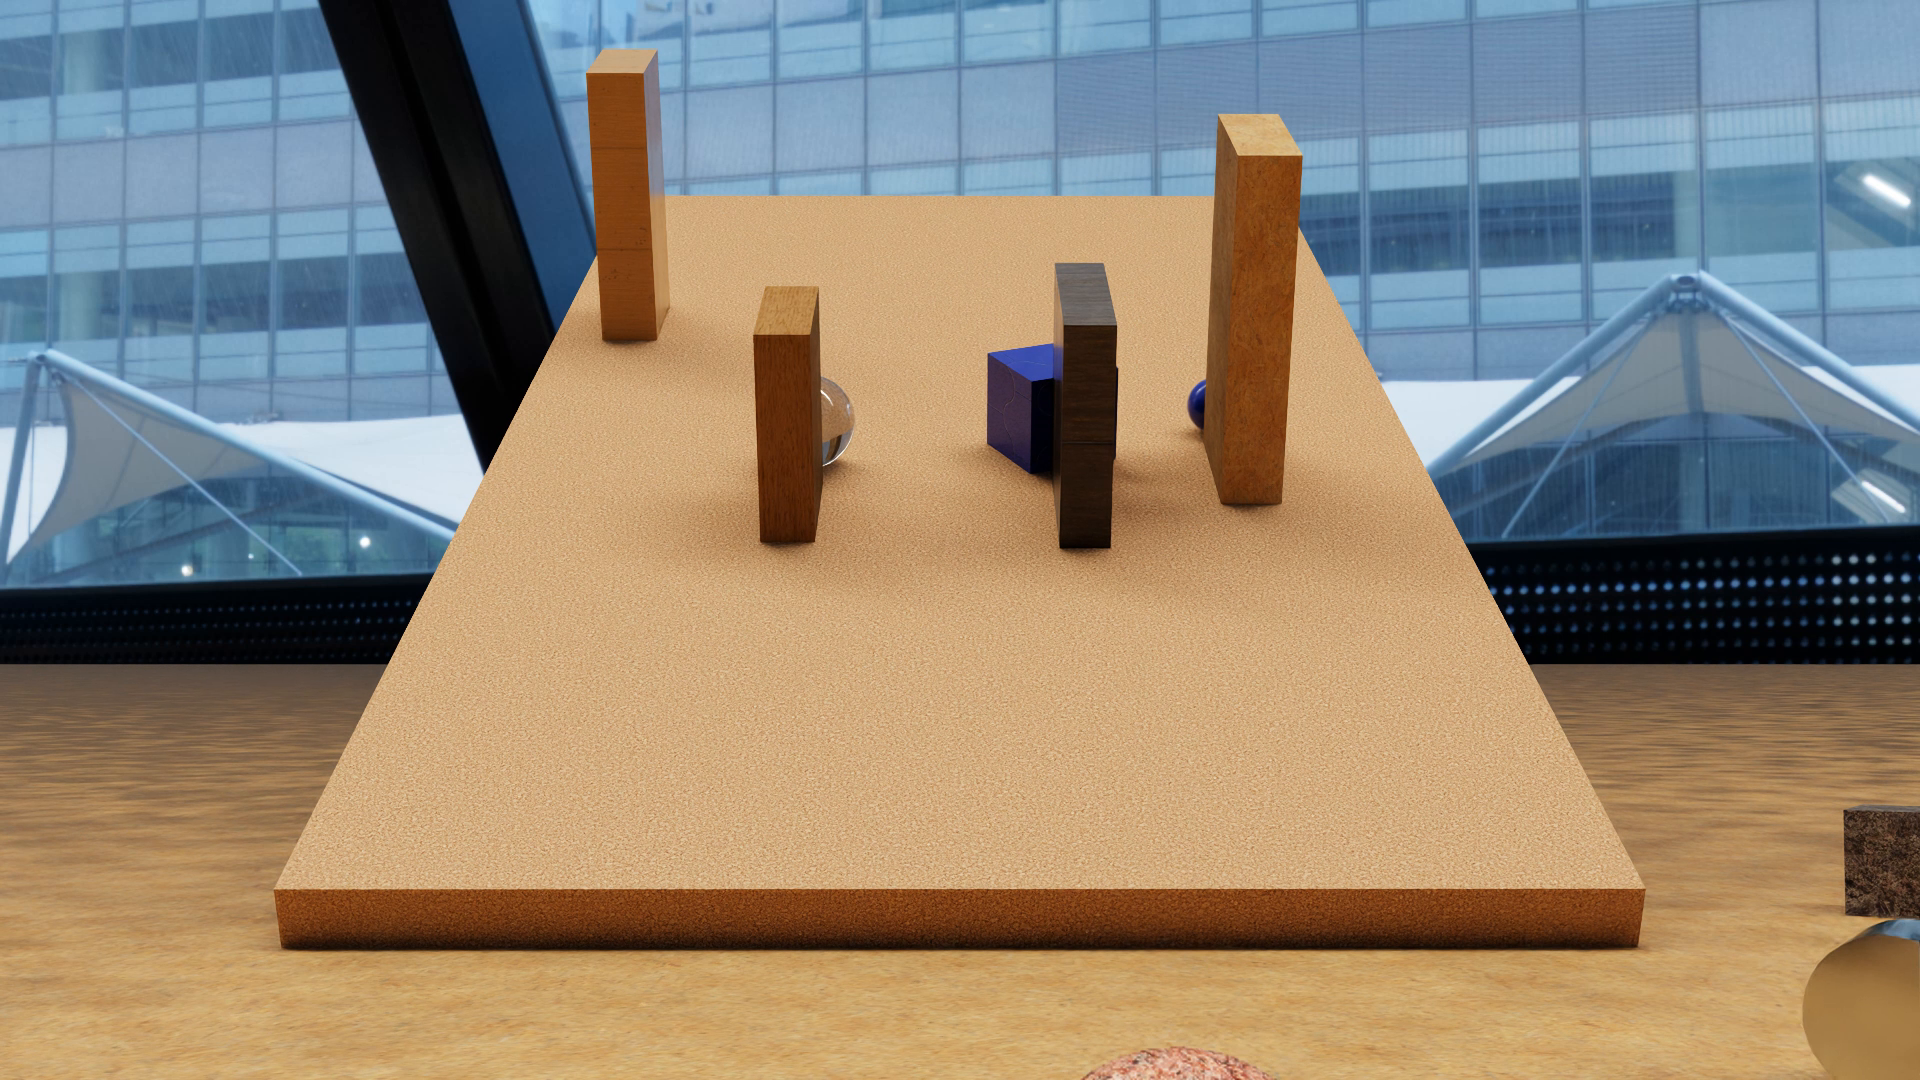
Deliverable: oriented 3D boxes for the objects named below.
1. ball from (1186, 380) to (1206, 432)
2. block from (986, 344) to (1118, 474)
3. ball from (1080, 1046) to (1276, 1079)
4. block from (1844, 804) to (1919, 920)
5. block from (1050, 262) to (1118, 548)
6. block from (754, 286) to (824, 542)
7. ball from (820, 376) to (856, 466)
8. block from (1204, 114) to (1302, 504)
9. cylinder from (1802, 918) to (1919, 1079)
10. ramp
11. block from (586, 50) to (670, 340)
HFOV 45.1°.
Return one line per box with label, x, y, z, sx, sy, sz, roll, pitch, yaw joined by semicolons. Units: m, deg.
ball;0.564;-0.298;5.115;0.125;0.125;0.125;0;-3;0
block;0.198;-0.289;4.986;0.208;0.208;0.208;-11;25;-24
ball;0.129;0.398;1.355;0.197;0.197;0.197;0;-3;0
block;1.586;0.537;3.861;0.174;0.174;0.174;-2;-3;31
block;0.245;-0.276;4.636;0.101;0.457;0.421;0;23;0
block;-0.340;-0.255;4.621;0.108;0.428;0.318;0;23;0
ball;-0.320;-0.251;4.904;0.200;0.200;0.200;0;-3;0
block;0.599;-0.480;4.774;0.125;0.726;0.363;0;23;0
cylinder;0.932;0.464;2.288;0.160;0.160;0.160;-2;-3;30
ramp;-0.007;-0.225;5.228;2.000;0.100;4.000;0;23;0
block;-0.820;-0.858;5.740;0.136;0.664;0.292;0;23;0
